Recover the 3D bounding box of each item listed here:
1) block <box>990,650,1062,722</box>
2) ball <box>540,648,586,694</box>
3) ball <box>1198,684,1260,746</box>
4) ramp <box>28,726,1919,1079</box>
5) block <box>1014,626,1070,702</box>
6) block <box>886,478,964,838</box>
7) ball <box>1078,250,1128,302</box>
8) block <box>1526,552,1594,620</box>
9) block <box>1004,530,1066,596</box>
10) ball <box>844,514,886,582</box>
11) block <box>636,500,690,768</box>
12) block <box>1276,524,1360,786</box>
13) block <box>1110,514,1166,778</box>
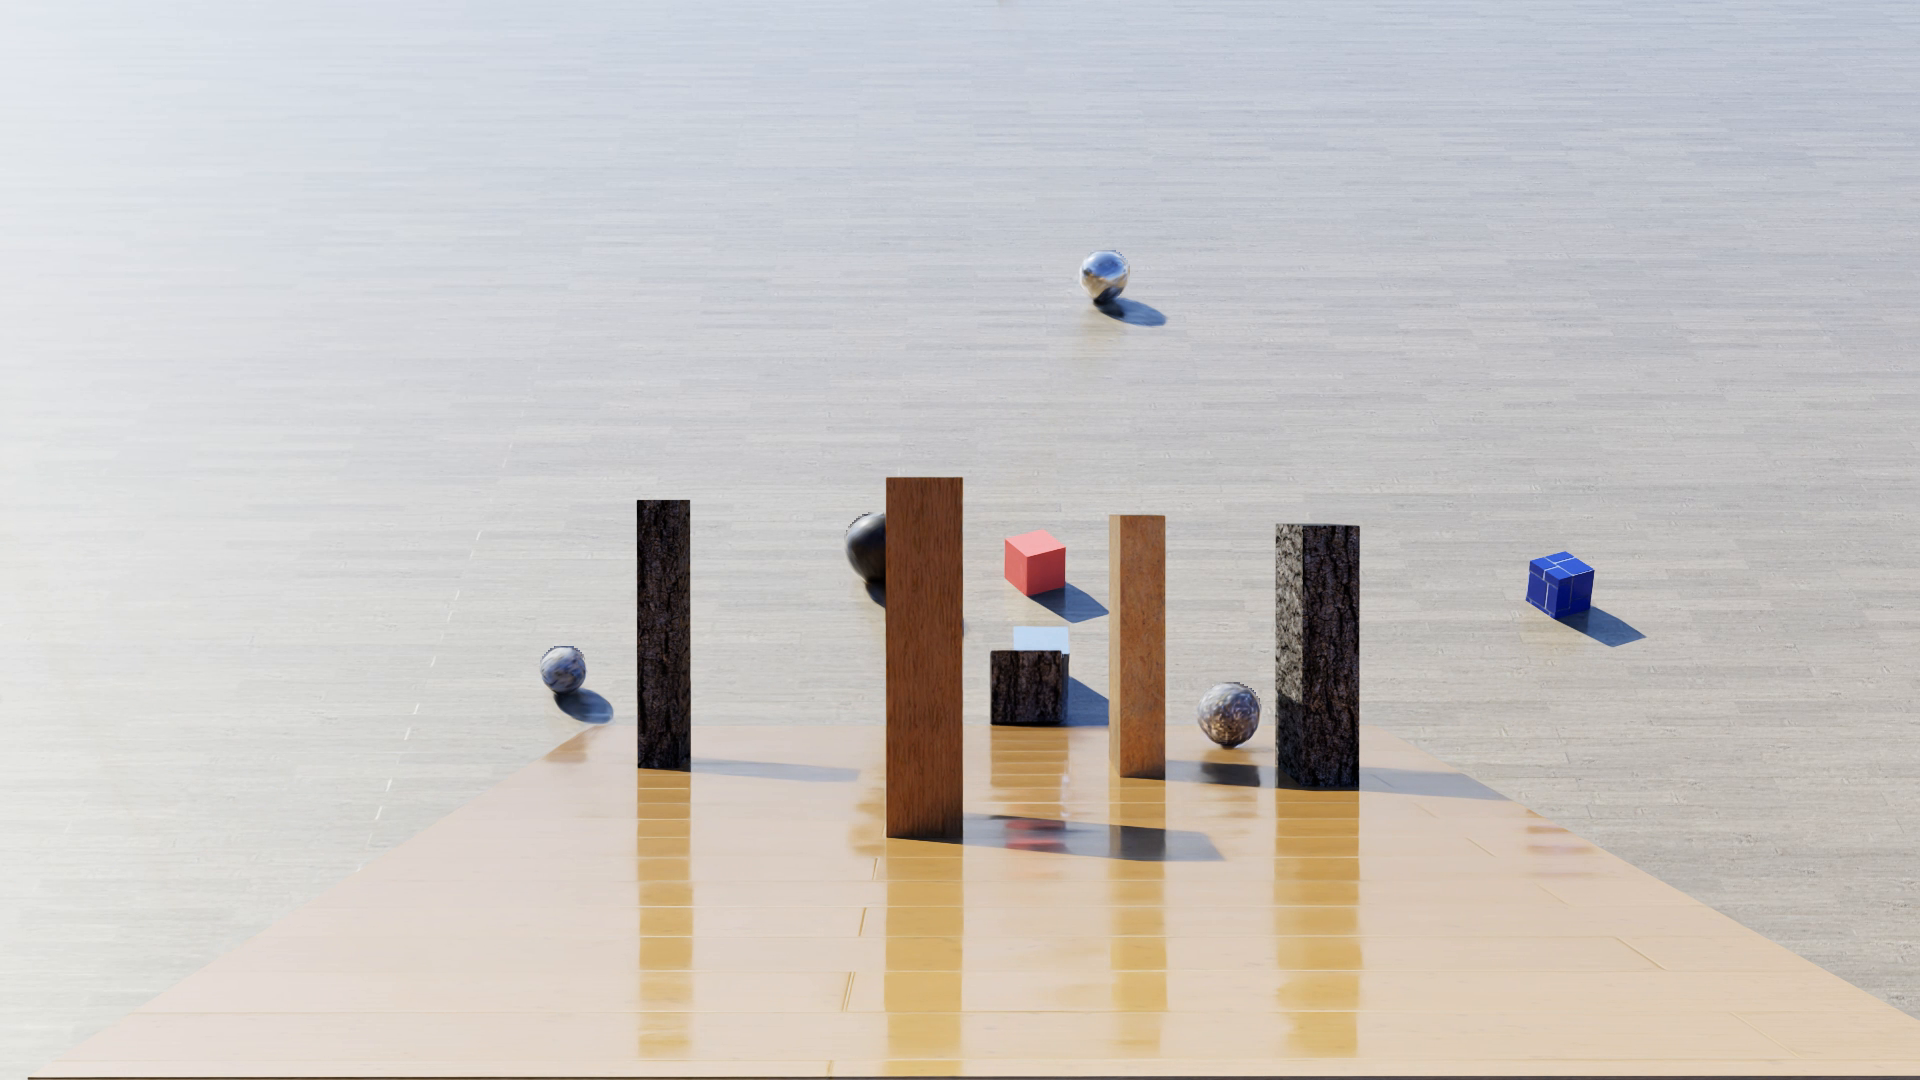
[{"bbox_3d":[0.170,0.380,6.699,0.181,0.181,0.181,0,-4,-1],"label":"block"},{"bbox_3d":[-1.059,0.348,6.897,0.123,0.123,0.123,0,27,0],"label":"ball"},{"bbox_3d":[0.630,0.409,6.050,0.146,0.146,0.146,0,27,0],"label":"ball"},{"bbox_3d":[0.062,0.556,4.593,2.000,0.100,4.000,0,1,0],"label":"ramp"},{"bbox_3d":[0.216,0.331,6.904,0.146,0.146,0.146,0,27,1],"label":"block"},{"bbox_3d":[-0.061,0.198,4.591,0.132,0.616,0.360,0,1,0],"label":"block"},{"bbox_3d":[0.520,-0.957,9.359,0.182,0.182,0.182,0,27,0],"label":"ball"},{"bbox_3d":[1.700,0.128,7.319,0.128,0.128,0.128,-14,30,-24],"label":"block"},{"bbox_3d":[0.216,0.065,7.439,0.128,0.128,0.128,-14,30,-25],"label":"block"},{"bbox_3d":[-0.234,0.022,7.447,0.199,0.199,0.199,0,27,0],"label":"ball"},{"bbox_3d":[-0.650,0.200,5.677,0.090,0.578,0.246,0,1,0],"label":"block"},{"bbox_3d":[0.745,0.230,5.406,0.115,0.525,0.440,0,1,0],"label":"block"},{"bbox_3d":[0.380,0.218,5.560,0.094,0.544,0.391,0,1,0],"label":"block"}]
